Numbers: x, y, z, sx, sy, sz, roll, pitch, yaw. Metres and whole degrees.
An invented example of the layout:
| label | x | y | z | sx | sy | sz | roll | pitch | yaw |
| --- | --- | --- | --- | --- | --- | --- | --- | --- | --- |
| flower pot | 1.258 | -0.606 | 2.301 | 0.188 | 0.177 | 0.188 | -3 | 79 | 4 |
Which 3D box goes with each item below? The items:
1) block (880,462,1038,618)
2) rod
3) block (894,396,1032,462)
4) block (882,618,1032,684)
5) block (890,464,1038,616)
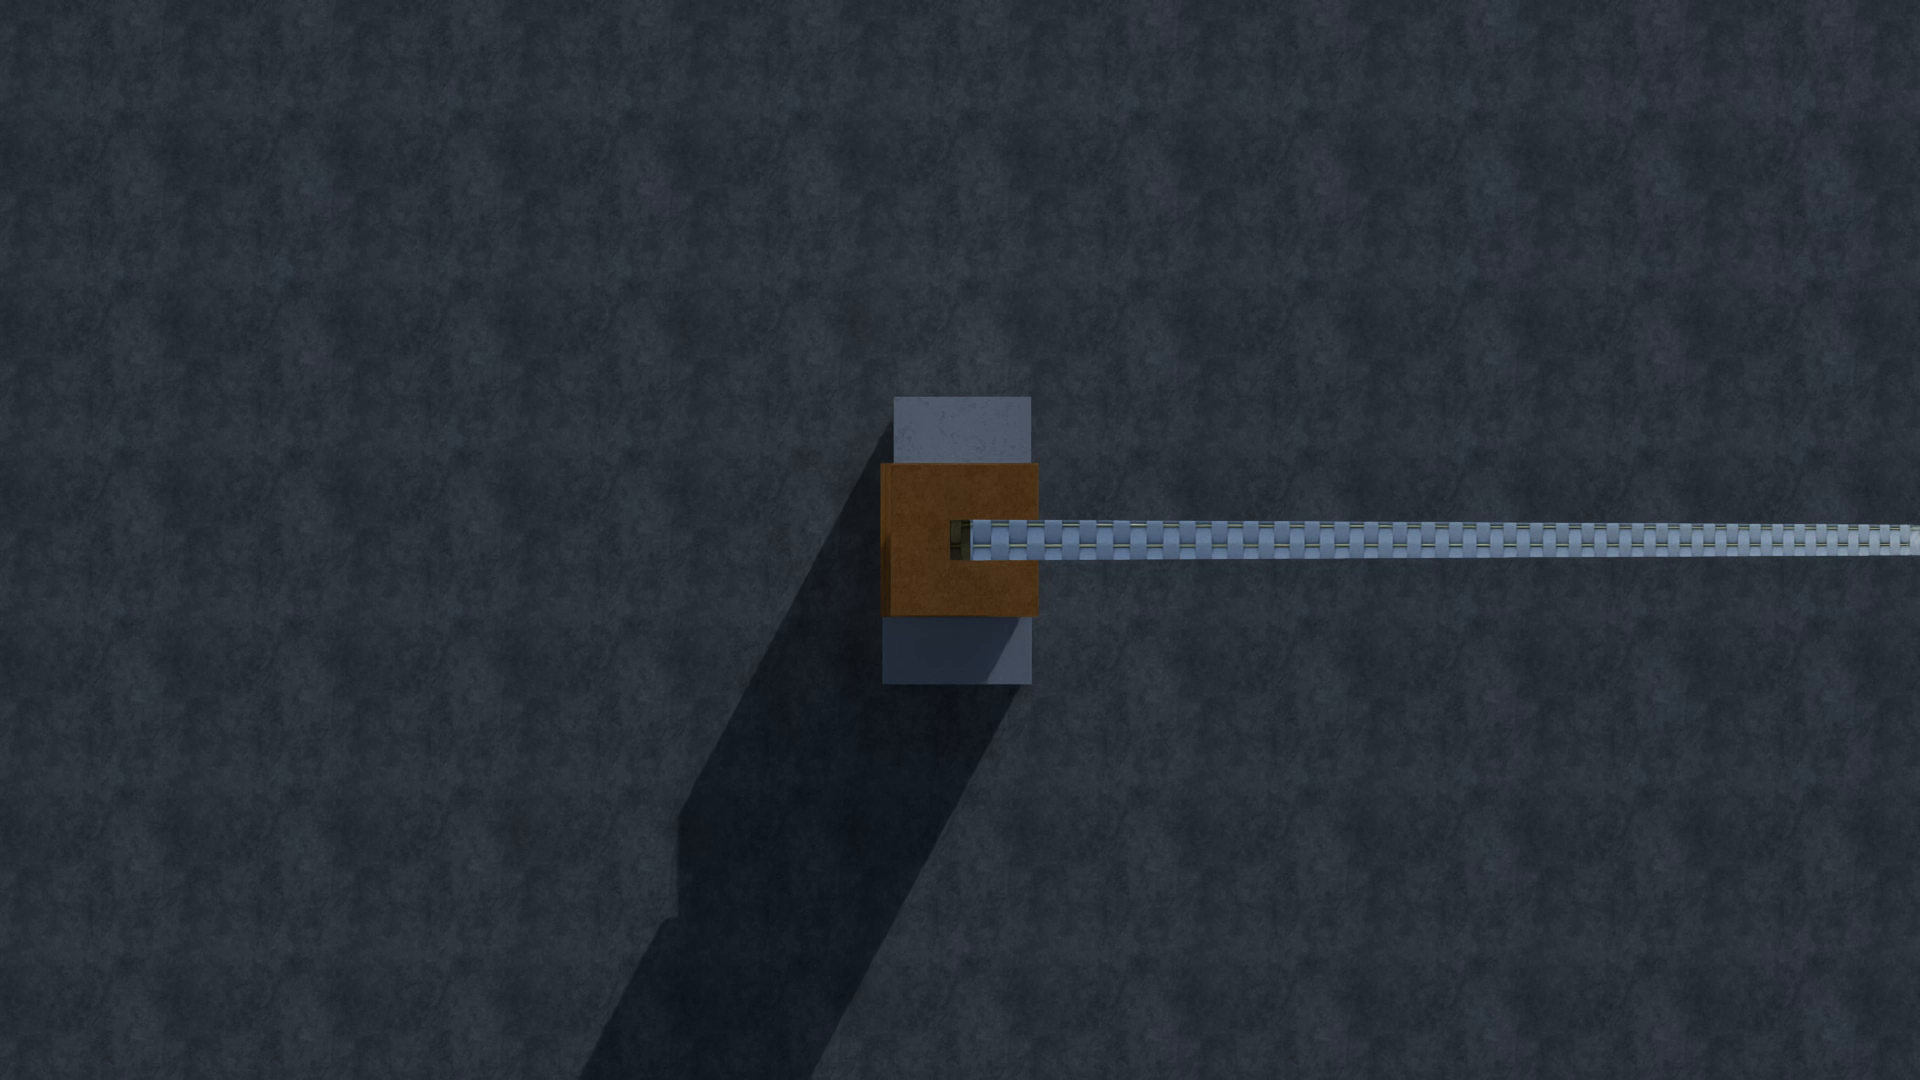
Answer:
| label | x | y | z | sx | sy | sz | roll | pitch | yaw |
| --- | --- | --- | --- | --- | --- | --- | --- | --- | --- |
| block | -0.002 | 0.000 | 9.905 | 0.690 | 0.634 | 0.672 | 0 | 90 | 0 |
| rod | 2.234 | 0.000 | 5.666 | 5.200 | 0.080 | 0.080 | 0 | 90 | -31 |
| block | 0.014 | -0.420 | 12.578 | 0.760 | 0.844 | 0.745 | 0 | 90 | 0 |
| block | -0.016 | 0.378 | 12.549 | 0.821 | 0.902 | 0.831 | 0 | 90 | 0 |
| block | 0.016 | 0.000 | 8.876 | 0.570 | 0.635 | 0.584 | 0 | 90 | 0 |
